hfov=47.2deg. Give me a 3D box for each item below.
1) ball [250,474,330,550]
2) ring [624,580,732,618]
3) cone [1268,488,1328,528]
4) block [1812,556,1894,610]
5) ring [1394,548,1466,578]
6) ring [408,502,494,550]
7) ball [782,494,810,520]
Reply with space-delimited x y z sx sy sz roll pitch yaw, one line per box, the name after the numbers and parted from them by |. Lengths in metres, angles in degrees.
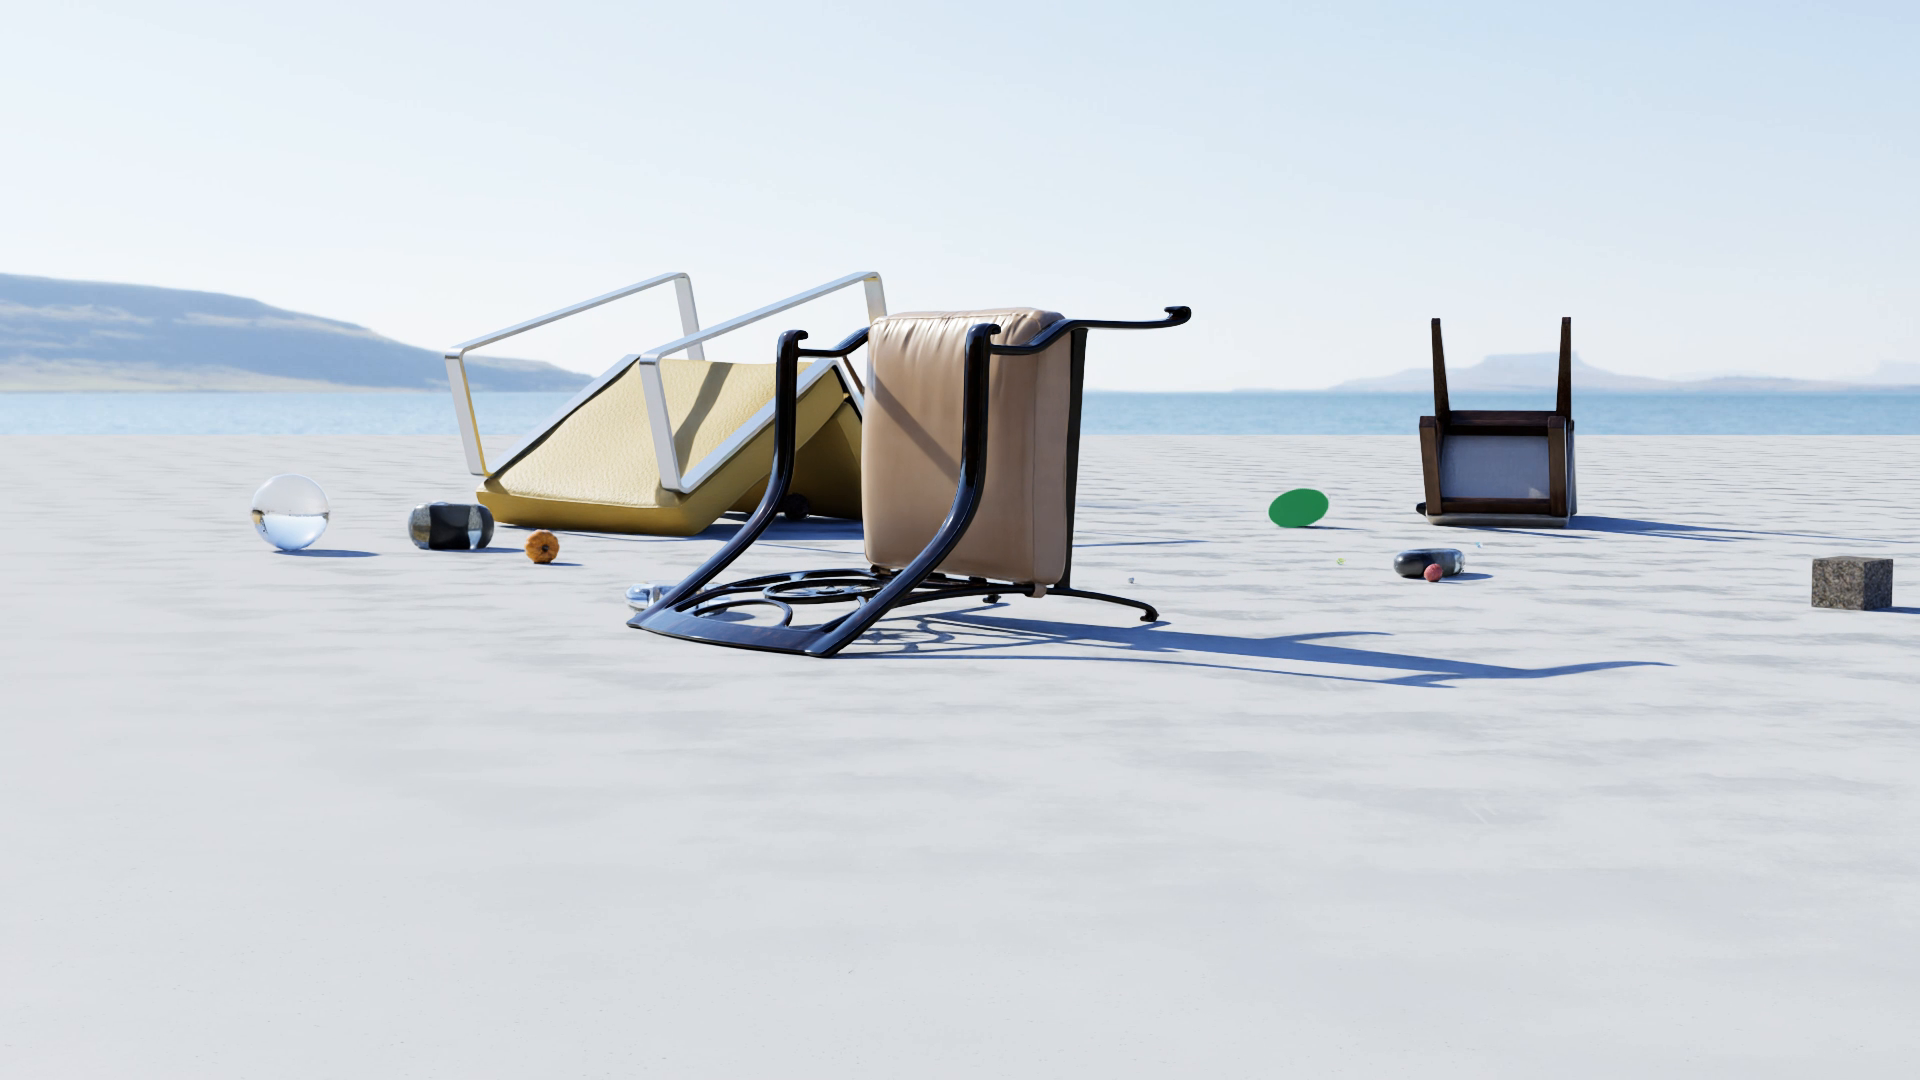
-1.864 -0.078 6.121 0.213 0.213 0.213 0 4 0 | ball
-0.561 0.117 4.383 0.213 0.064 0.225 0 3 -17 | ring
1.118 -0.077 7.208 0.197 0.131 0.174 -13 -20 10 | cone
1.839 0.088 4.533 0.132 0.099 0.109 -4 5 -43 | block
1.133 0.054 5.307 0.144 0.062 0.270 1 3 36 | ring
-1.439 -0.039 6.217 0.244 0.127 0.186 1 2 4 | ring
-0.563 -0.114 7.525 0.093 0.093 0.093 0 4 0 | ball
